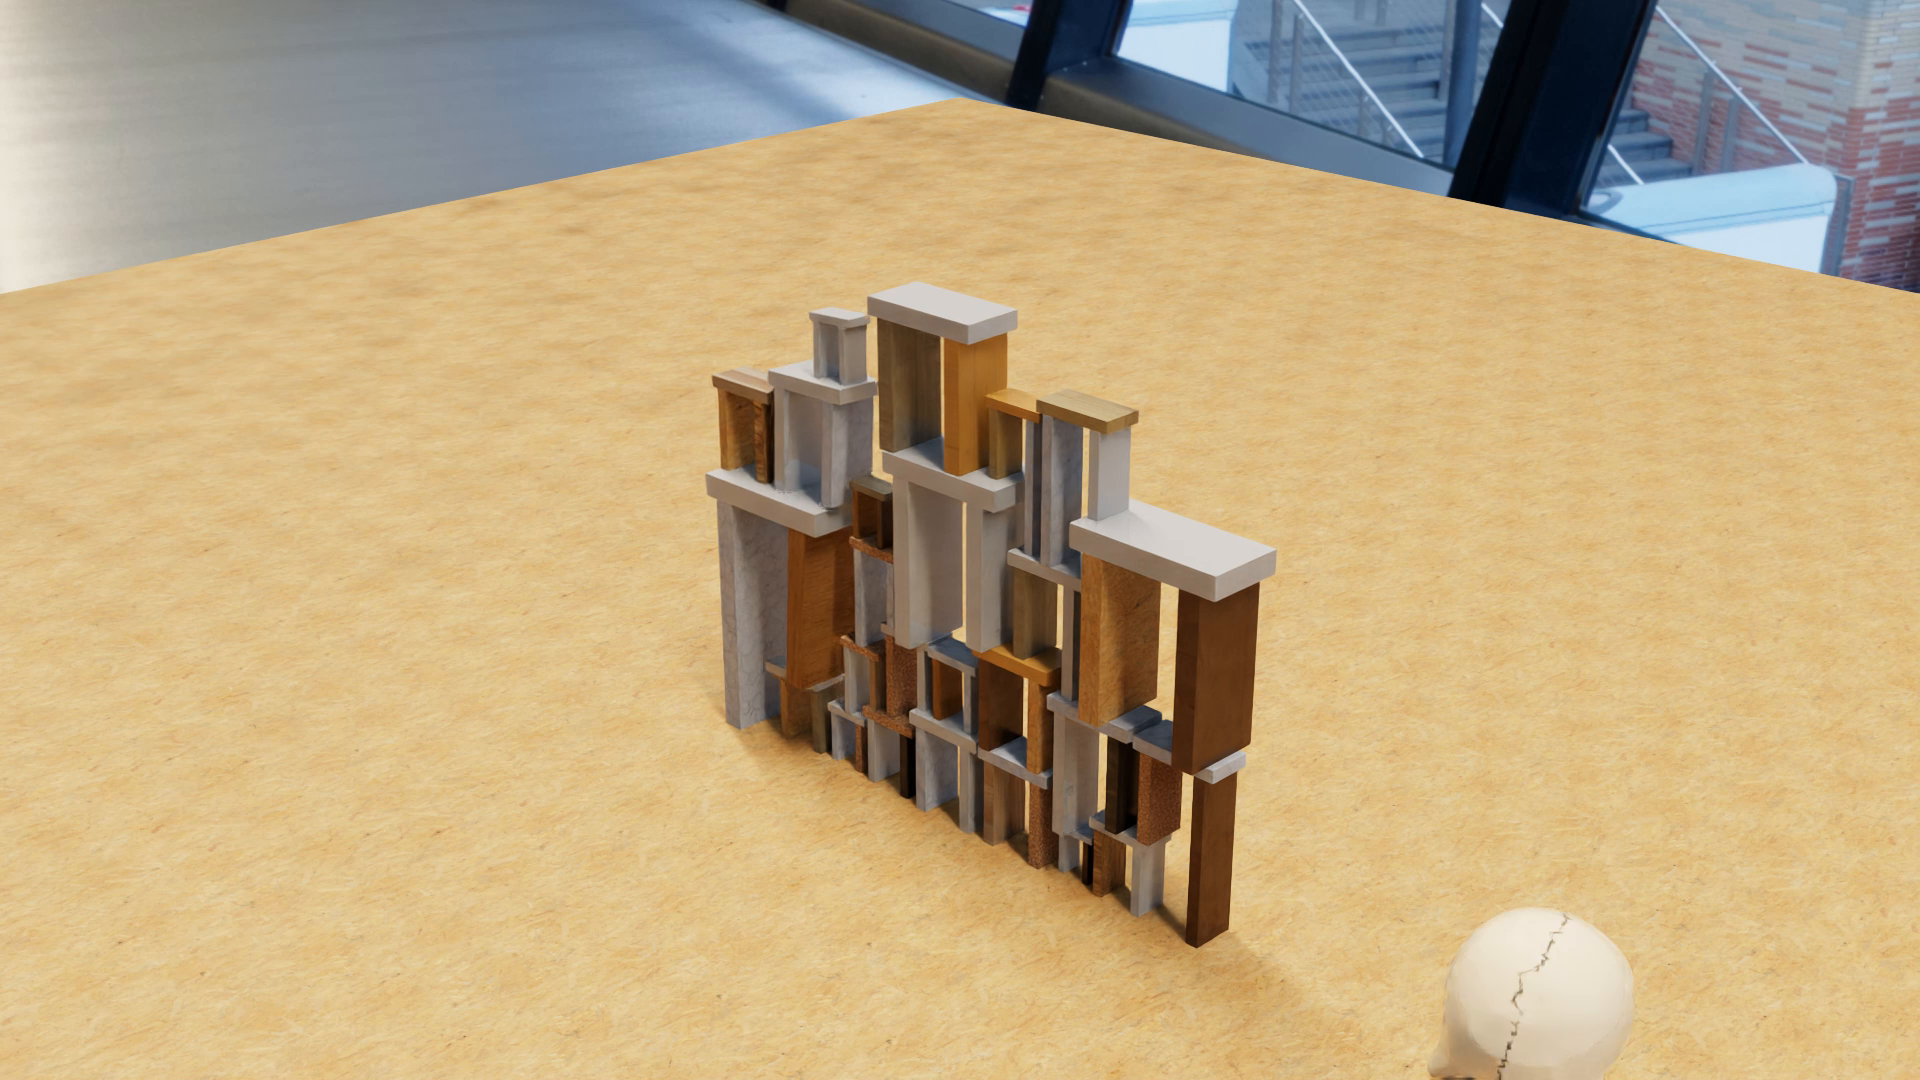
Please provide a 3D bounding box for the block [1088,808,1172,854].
[{"bbox_3d":[0.317,0.538,4.102,0.071,0.020,0.142,-21,31,-41],"label":"block"}]

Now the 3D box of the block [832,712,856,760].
[{"bbox_3d":[-0.245,0.407,4.659,0.016,0.112,0.056,21,31,41],"label":"block"}]

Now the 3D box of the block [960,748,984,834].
[{"bbox_3d":[0.042,0.484,4.381,0.027,0.187,0.094,21,31,41],"label":"block"}]

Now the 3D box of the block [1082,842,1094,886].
[{"bbox_3d":[0.254,0.610,4.205,0.013,0.092,0.046,21,31,41],"label":"block"}]

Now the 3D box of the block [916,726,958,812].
[{"bbox_3d":[-0.047,0.449,4.463,0.027,0.187,0.094,21,31,41],"label":"block"}]

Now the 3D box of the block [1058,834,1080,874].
[{"bbox_3d":[0.211,0.593,4.245,0.013,0.092,0.046,21,31,41],"label":"block"}]

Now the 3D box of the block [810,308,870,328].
[{"bbox_3d":[-0.235,-0.436,4.312,0.058,0.016,0.116,-18,25,-42],"label":"block"}]

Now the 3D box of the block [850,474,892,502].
[{"bbox_3d":[-0.165,-0.103,4.355,0.052,0.015,0.104,-21,31,-40],"label":"block"}]

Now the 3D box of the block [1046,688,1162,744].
[{"bbox_3d":[0.266,0.315,4.062,0.197,0.028,0.099,21,31,41],"label":"block"}]

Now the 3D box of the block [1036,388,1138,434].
[{"bbox_3d":[0.224,-0.228,3.881,0.167,0.024,0.084,21,31,40],"label":"block"}]

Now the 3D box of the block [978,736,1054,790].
[{"bbox_3d":[0.131,0.425,4.258,0.091,0.026,0.183,-21,31,-41],"label":"block"}]

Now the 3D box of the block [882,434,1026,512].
[{"bbox_3d":[0.009,-0.131,4.157,0.296,0.042,0.148,21,31,40],"label":"block"}]

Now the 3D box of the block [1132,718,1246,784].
[{"bbox_3d":[0.411,0.378,3.943,0.093,0.026,0.186,-21,31,-40],"label":"block"}]

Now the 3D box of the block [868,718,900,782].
[{"bbox_3d":[-0.158,0.425,4.573,0.021,0.145,0.072,21,31,41],"label":"block"}]

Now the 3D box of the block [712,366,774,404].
[{"bbox_3d":[-0.421,-0.320,4.543,0.089,0.025,0.177,-21,29,-41],"label":"block"}]

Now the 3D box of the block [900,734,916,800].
[{"bbox_3d":[-0.090,0.452,4.510,0.021,0.145,0.072,21,31,41],"label":"block"}]

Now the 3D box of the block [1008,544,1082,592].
[{"bbox_3d":[0.186,0.045,4.049,0.184,0.026,0.092,21,31,41],"label":"block"}]

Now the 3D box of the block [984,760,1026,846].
[{"bbox_3d":[0.088,0.504,4.338,0.026,0.183,0.091,21,31,41],"label":"block"}]

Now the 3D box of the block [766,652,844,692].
[{"bbox_3d":[-0.332,0.277,4.677,0.157,0.022,0.078,20,30,39],"label":"block"}]

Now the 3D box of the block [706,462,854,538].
[{"bbox_3d":[-0.349,-0.096,4.560,0.175,0.050,0.350,-21,29,-40],"label":"block"}]

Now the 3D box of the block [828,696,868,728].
[{"bbox_3d":[-0.219,0.358,4.609,0.112,0.016,0.056,21,31,41],"label":"block"}]

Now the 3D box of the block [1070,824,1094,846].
[{"bbox_3d":[0.233,0.554,4.204,0.046,0.013,0.092,-21,31,-40],"label":"block"}]

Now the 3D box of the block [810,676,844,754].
[{"bbox_3d":[-0.279,0.370,4.686,0.022,0.157,0.078,20,30,41],"label":"block"}]

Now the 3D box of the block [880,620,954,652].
[{"bbox_3d":[-0.087,0.185,4.404,0.137,0.019,0.068,21,31,40],"label":"block"}]

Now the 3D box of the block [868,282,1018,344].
[{"bbox_3d":[-0.034,-0.422,4.072,0.262,0.037,0.131,21,31,40],"label":"block"}]

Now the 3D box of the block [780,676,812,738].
[{"bbox_3d":[-0.351,0.342,4.754,0.022,0.157,0.078,21,31,41],"label":"block"}]

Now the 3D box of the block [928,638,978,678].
[{"bbox_3d":[0.006,0.229,4.311,0.066,0.019,0.132,-21,31,-40],"label":"block"}]

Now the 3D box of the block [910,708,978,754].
[{"bbox_3d":[-0.002,0.368,4.380,0.094,0.027,0.187,-21,31,-41],"label":"block"}]

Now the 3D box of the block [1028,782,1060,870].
[{"bbox_3d":[0.174,0.538,4.259,0.026,0.183,0.091,21,31,41],"label":"block"}]

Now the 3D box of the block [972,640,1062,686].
[{"bbox_3d":[0.126,0.220,4.177,0.097,0.027,0.194,-21,31,-41],"label":"block"}]

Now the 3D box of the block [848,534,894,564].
[{"bbox_3d":[-0.148,0.013,4.393,0.071,0.020,0.142,-21,31,-40],"label":"block"}]

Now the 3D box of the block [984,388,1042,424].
[{"bbox_3d":[0.117,-0.245,3.998,0.137,0.019,0.068,21,31,40],"label":"block"}]

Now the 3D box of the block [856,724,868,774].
[{"bbox_3d":[-0.192,0.427,4.610,0.016,0.112,0.056,21,31,41],"label":"block"}]

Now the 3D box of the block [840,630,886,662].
[{"bbox_3d":[-0.186,0.216,4.511,0.116,0.016,0.058,21,31,41],"label":"block"}]

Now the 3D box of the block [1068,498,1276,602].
[{"bbox_3d":[0.368,0.014,3.830,0.165,0.047,0.330,-21,31,-41],"label":"block"}]

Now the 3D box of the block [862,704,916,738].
[{"bbox_3d":[-0.124,0.363,4.509,0.145,0.021,0.072,21,31,41],"label":"block"}]

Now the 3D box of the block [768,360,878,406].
[{"bbox_3d":[-0.272,-0.315,4.397,0.109,0.031,0.218,-18,26,-41],"label":"block"}]
